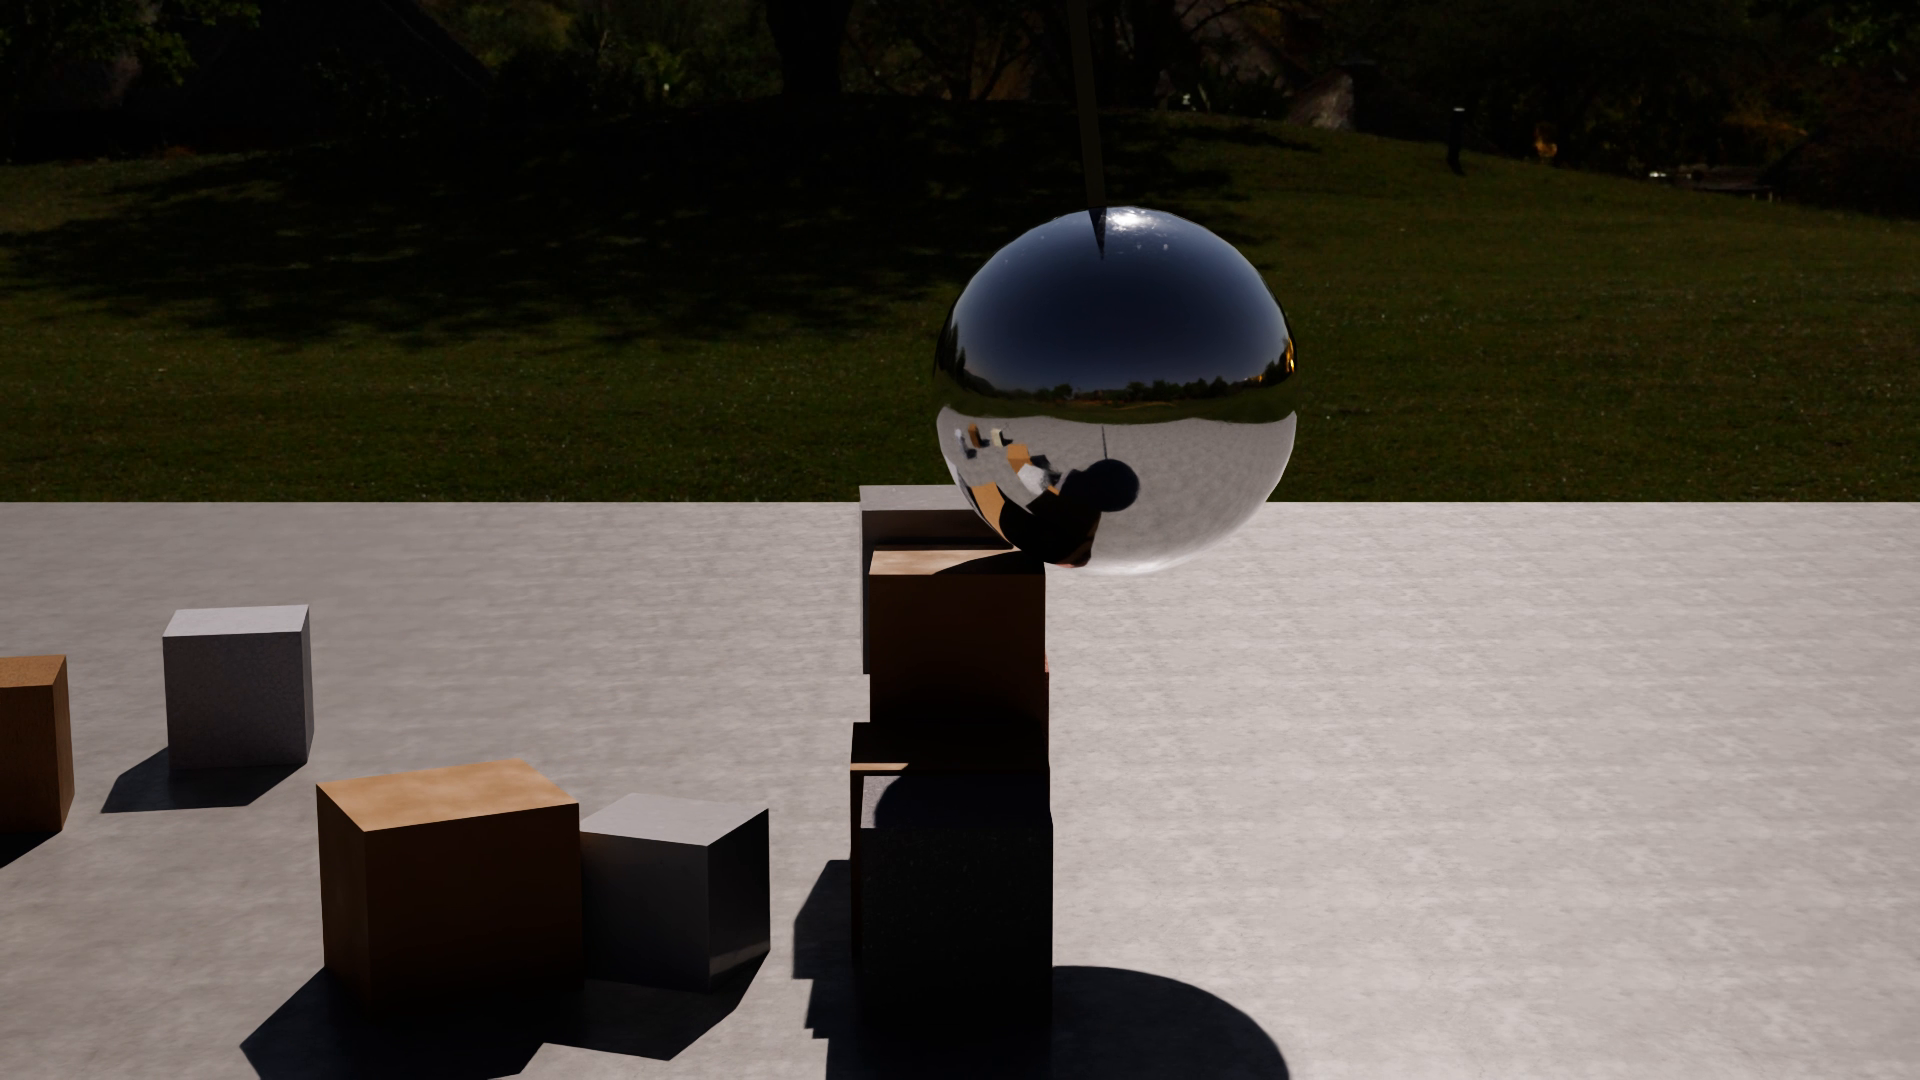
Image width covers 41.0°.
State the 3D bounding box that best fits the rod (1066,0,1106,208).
[{"bbox_3d":[0.292,-3.963,10.460,0.080,5.200,0.080,-6,10,1],"label":"rod"}]

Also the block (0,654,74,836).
[{"bbox_3d":[-4.693,0.980,12.202,0.820,0.706,0.653,-2,11,-13],"label":"block"}]

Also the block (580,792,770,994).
[{"bbox_3d":[-1.156,1.396,10.216,0.617,0.597,0.557,4,11,20],"label":"block"}]

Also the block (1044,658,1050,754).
[{"bbox_3d":[0.009,0.933,12.172,0.796,0.810,0.776,0,10,0],"label":"block"}]

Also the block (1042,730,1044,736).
[{"bbox_3d":[-0.001,1.111,11.416,0.714,0.729,0.755,0,10,0],"label":"block"}]

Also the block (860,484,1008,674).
[{"bbox_3d":[-0.114,0.173,11.973,0.696,0.757,0.704,-1,10,-3],"label":"block"}]

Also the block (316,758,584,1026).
[{"bbox_3d":[-1.997,1.352,10.028,0.830,0.752,0.734,-5,12,-27],"label":"block"}]

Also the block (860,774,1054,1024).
[{"bbox_3d":[-0.017,1.371,9.903,0.712,0.760,0.731,0,10,-1],"label":"block"}]

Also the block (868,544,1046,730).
[{"bbox_3d":[-0.010,0.419,11.279,0.749,0.682,0.699,0,10,0],"label":"block"}]

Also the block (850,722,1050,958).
[{"bbox_3d":[-0.048,1.227,10.639,0.796,0.780,0.766,0,10,-1],"label":"block"}]

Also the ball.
[{"bbox_3d":[0.673,-0.639,11.064,1.600,1.600,1.600,0,10,0],"label":"ball"}]

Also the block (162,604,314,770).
[{"bbox_3d":[-3.766,0.761,13.436,0.683,0.696,0.678,-2,10,-11],"label":"block"}]
